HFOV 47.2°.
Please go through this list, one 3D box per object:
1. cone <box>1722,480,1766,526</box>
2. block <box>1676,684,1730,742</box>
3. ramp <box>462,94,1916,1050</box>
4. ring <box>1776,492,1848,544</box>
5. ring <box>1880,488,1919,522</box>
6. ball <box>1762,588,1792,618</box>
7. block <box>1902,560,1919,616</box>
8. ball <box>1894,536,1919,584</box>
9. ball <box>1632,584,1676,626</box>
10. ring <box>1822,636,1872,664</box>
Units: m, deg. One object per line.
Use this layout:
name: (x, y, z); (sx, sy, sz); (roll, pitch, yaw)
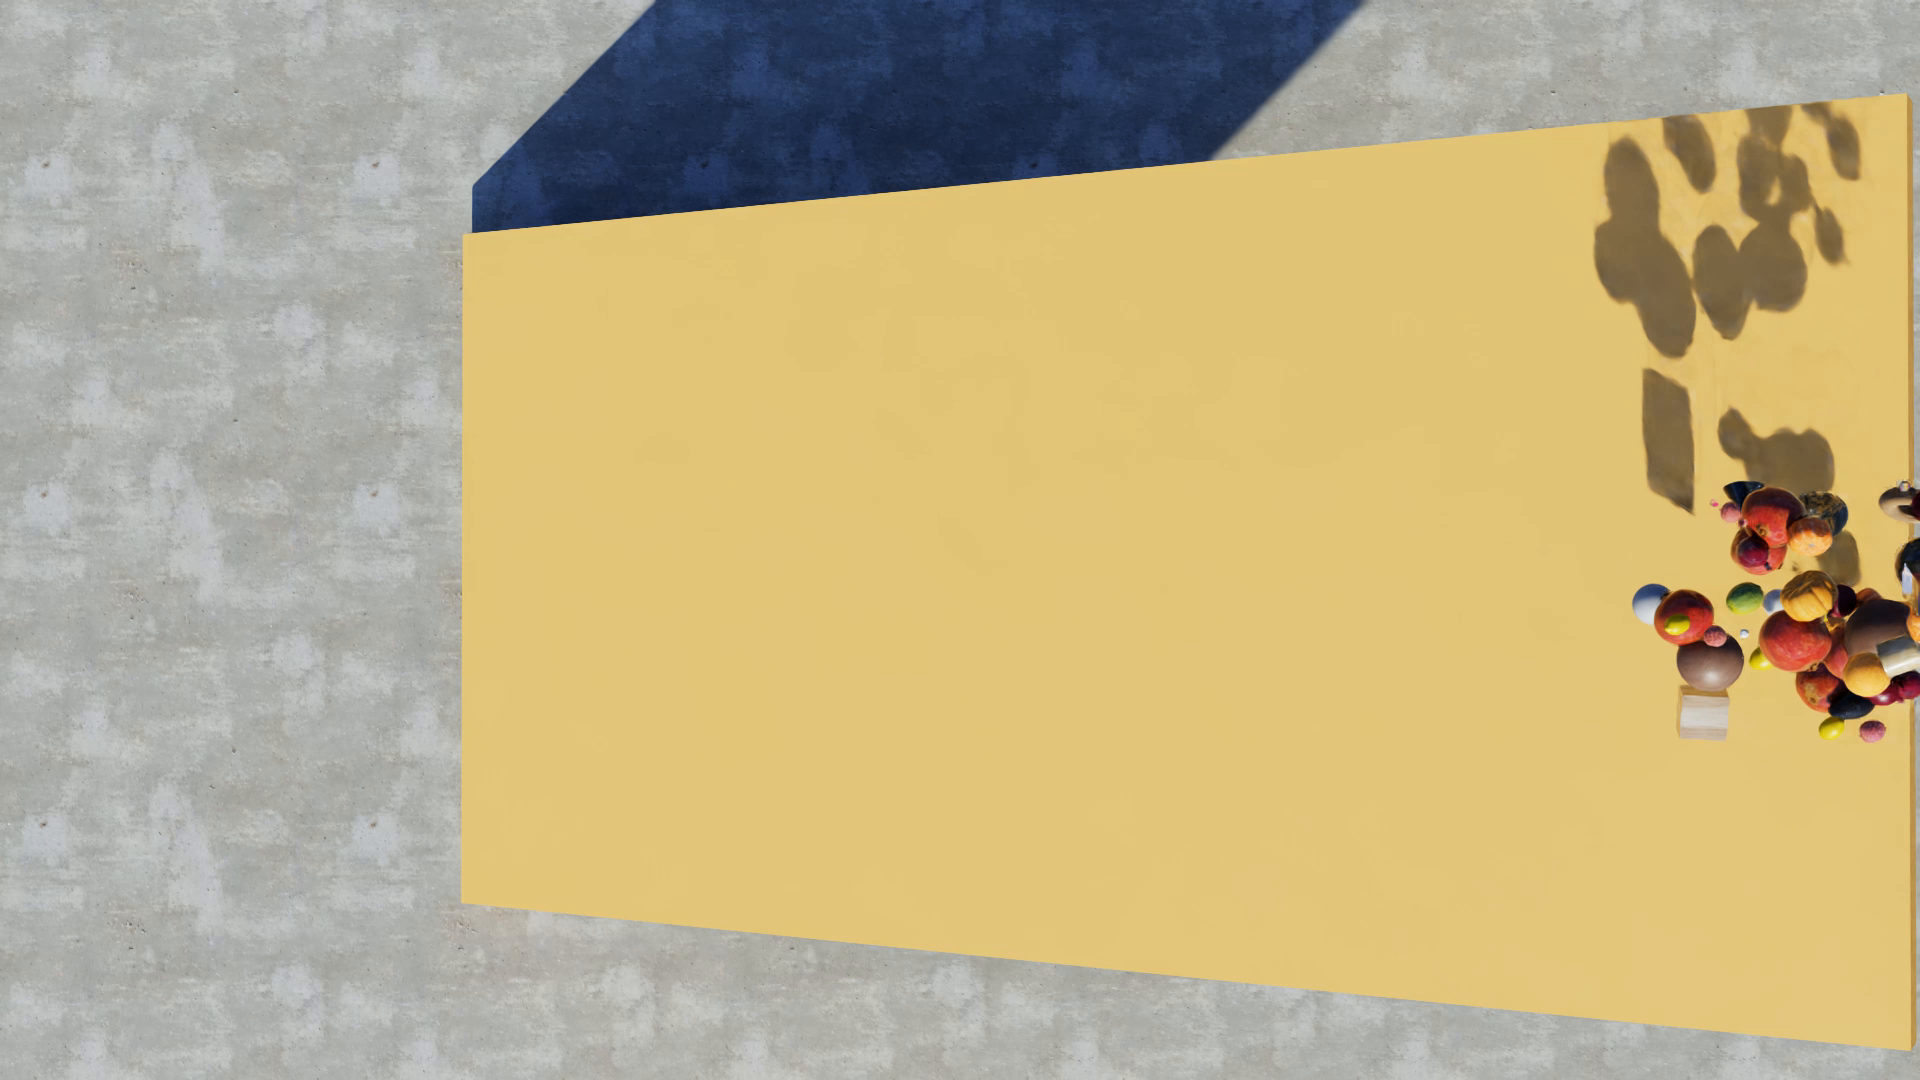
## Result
cone: (1.569, -0.066, 4.392); (0.081, 0.081, 0.081); (3, 70, 0)
block: (1.527, 0.355, 4.522); (0.091, 0.091, 0.091); (3, 101, 13)
ramp: (0.271, 0.075, 5.629); (4.000, 0.100, 2.000); (0, 89, 30)
ring: (1.720, -0.045, 4.438); (0.139, 0.139, 0.046); (-28, 119, 0)
ring: (1.707, -0.063, 3.960); (0.098, 0.098, 0.033); (21, 70, 0)
ball: (1.703, 0.131, 4.581); (0.059, 0.059, 0.059); (0, 89, 0)
block: (1.389, 0.066, 3.146); (0.056, 0.056, 0.056); (-9, 123, 3)
ball: (1.542, 0.043, 3.501); (0.099, 0.099, 0.099); (0, 89, 0)
ball: (1.416, 0.131, 4.489); (0.085, 0.085, 0.085); (0, 89, 0)
ring: (1.696, 0.211, 4.209); (0.098, 0.098, 0.033); (-24, 85, 0)
